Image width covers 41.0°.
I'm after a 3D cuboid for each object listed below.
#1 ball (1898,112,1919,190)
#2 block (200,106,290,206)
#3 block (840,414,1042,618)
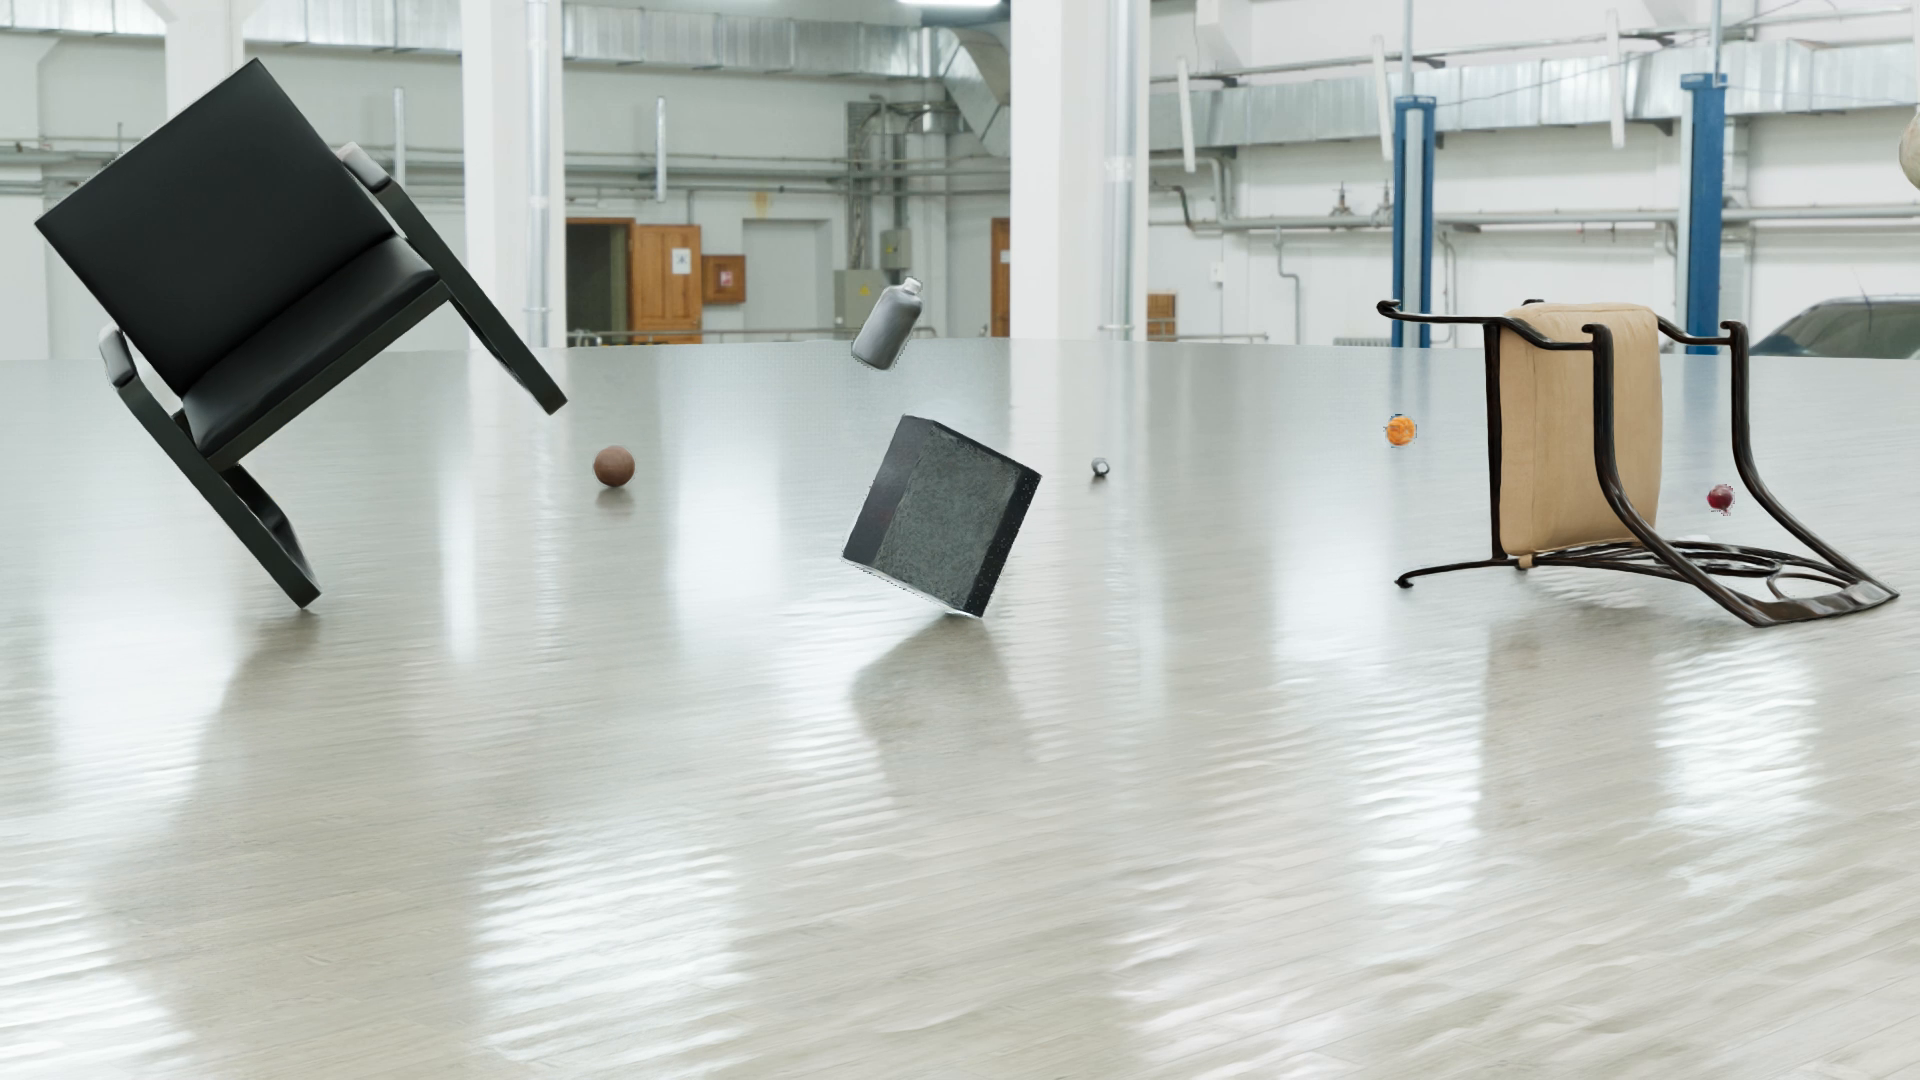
[{"bbox_3d":[2.537,-0.999,6.570,0.249,0.249,0.249,0,6,0],"label":"ball"},{"bbox_3d":[-1.578,-0.848,5.667,0.121,0.202,0.157,-3,5,9],"label":"block"},{"bbox_3d":[-0.035,-0.046,4.952,0.264,0.302,0.133,26,-5,-29],"label":"block"}]
